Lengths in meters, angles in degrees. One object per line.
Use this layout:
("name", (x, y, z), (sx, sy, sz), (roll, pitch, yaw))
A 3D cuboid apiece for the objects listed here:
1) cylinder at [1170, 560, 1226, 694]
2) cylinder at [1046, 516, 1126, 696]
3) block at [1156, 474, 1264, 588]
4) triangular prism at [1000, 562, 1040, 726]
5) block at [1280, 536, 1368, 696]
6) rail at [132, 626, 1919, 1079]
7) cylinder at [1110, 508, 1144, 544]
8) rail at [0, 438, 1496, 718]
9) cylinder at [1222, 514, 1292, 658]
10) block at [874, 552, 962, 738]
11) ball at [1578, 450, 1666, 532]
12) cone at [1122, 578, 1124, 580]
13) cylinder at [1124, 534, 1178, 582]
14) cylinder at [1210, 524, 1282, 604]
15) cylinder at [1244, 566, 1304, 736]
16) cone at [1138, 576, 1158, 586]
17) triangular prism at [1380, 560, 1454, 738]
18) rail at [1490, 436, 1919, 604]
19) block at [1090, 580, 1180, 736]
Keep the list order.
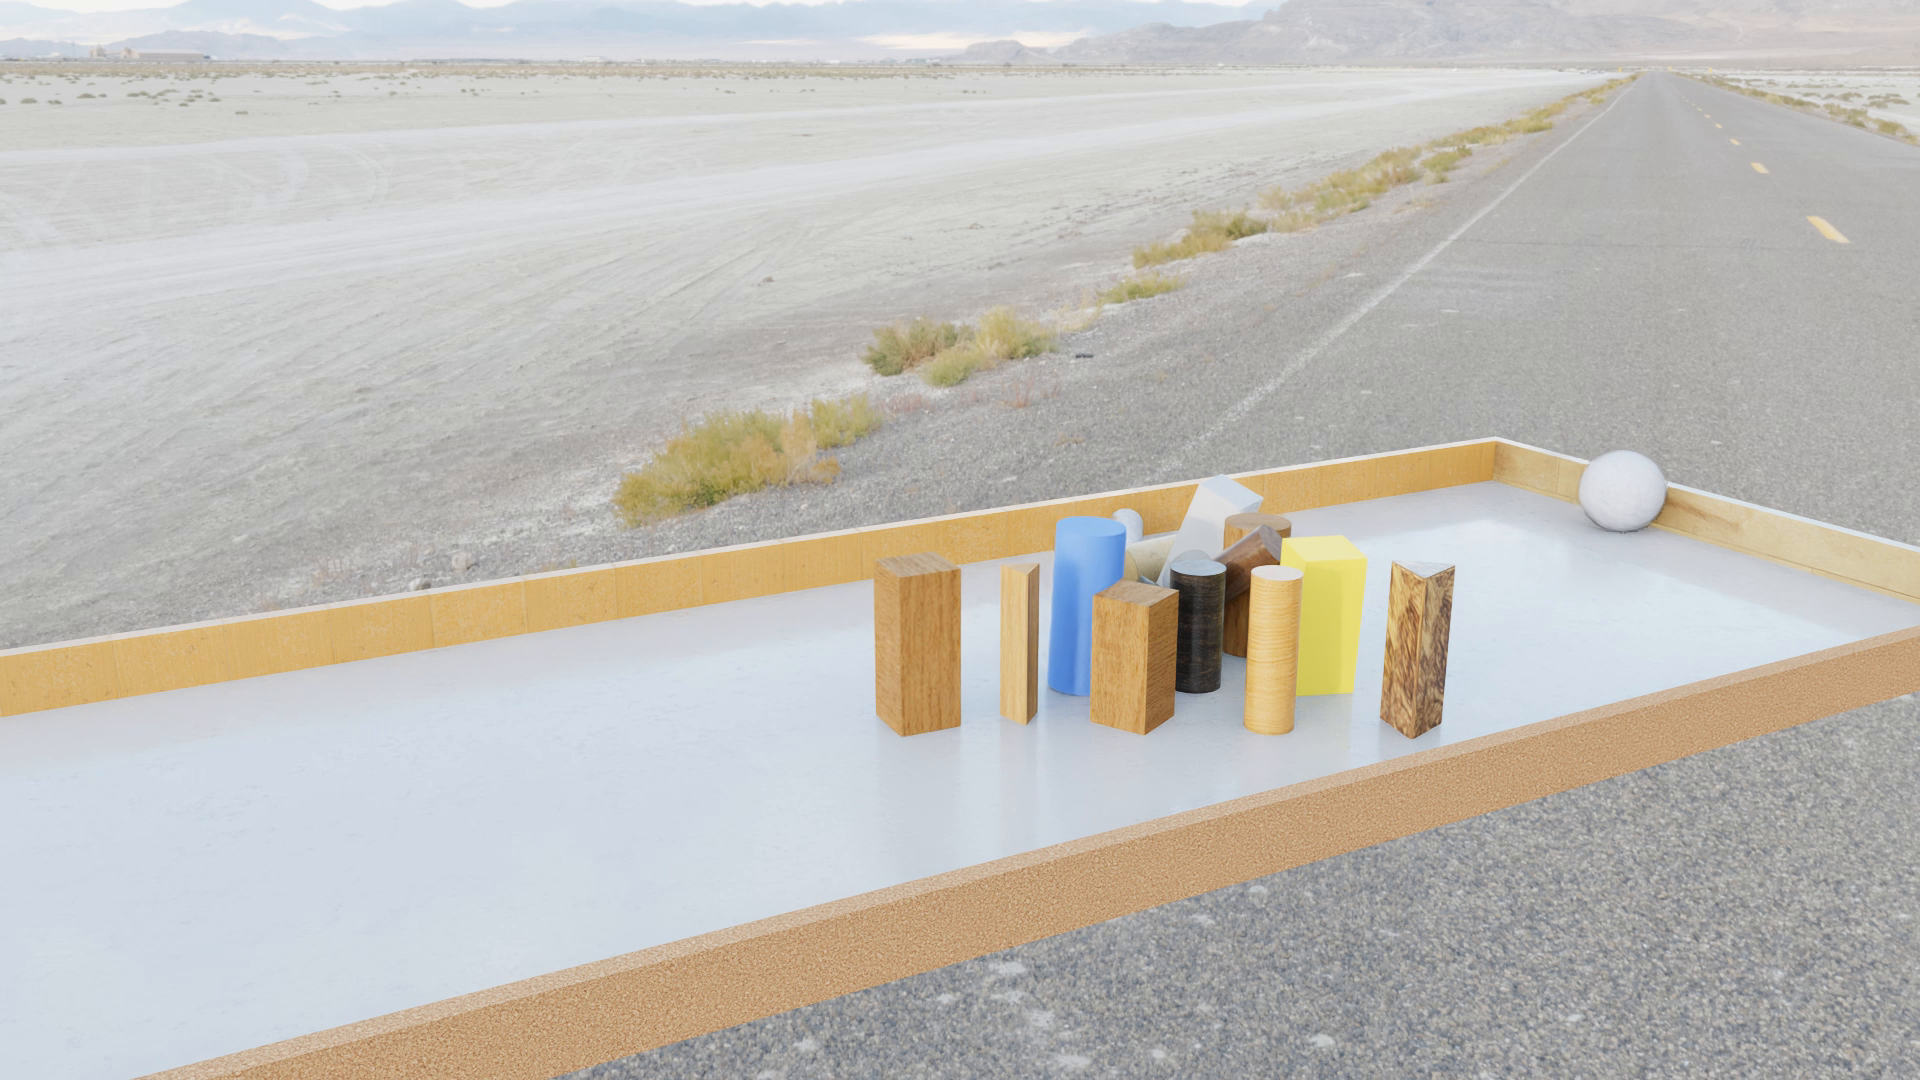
("cylinder", (0.584, 0.213, 4.087), (0.137, 0.306, 0.137), (0, 16, 0))
("cylinder", (0.311, 0.162, 4.068), (0.172, 0.409, 0.172), (2, 17, -1))
("block", (0.683, 0.022, 4.572), (0.139, 0.374, 0.139), (33, 30, 24))
("triangular prism", (0.155, 0.240, 3.879), (0.079, 0.373, 0.091), (-13, 21, -38))
("block", (0.883, 0.186, 4.066), (0.156, 0.357, 0.156), (-3, 21, -10))
("rail", (-2.336, 1.006, 1.665), (12.000, 0.150, 0.050), (-9, 18, -27))
("cylinder", (0.511, 0.007, 5.129), (0.114, 0.114, 0.380), (2, 16, 6))
("rail", (-3.305, 0.497, 3.399), (12.000, 0.150, 0.050), (-9, 18, -27))
("cylinder", (0.773, 0.119, 4.332), (0.171, 0.347, 0.171), (0, 17, 0))
("block", (-0.099, 0.241, 3.848), (0.153, 0.387, 0.153), (-8, 18, -24))
("ball", (2.178, -0.162, 5.429), (0.269, 0.269, 0.269), (0, 16, 0))
("cone", (0.381, 0.142, 4.726), (0.167, 0.167, 0.417), (0, 5, -1))
("cylinder", (0.603, 0.070, 4.832), (0.353, 0.161, 0.161), (-11, 20, -34))
("cylinder", (0.634, 0.128, 4.240), (0.454, 0.117, 0.117), (-38, -5, 32))
("cylinder", (0.724, 0.255, 3.819), (0.118, 0.376, 0.118), (0, 16, 0))
("cone", (0.624, 0.216, 4.476), (0.321, 0.165, 0.165), (15, 17, 0))
("triangular prism", (1.043, 0.245, 3.827), (0.120, 0.390, 0.139), (15, 22, 41))
("rail", (2.466, -0.048, 5.253), (0.050, 0.150, 2.100), (-9, 18, -27))
("block", (0.409, 0.273, 3.869), (0.146, 0.314, 0.146), (11, 20, 33))
